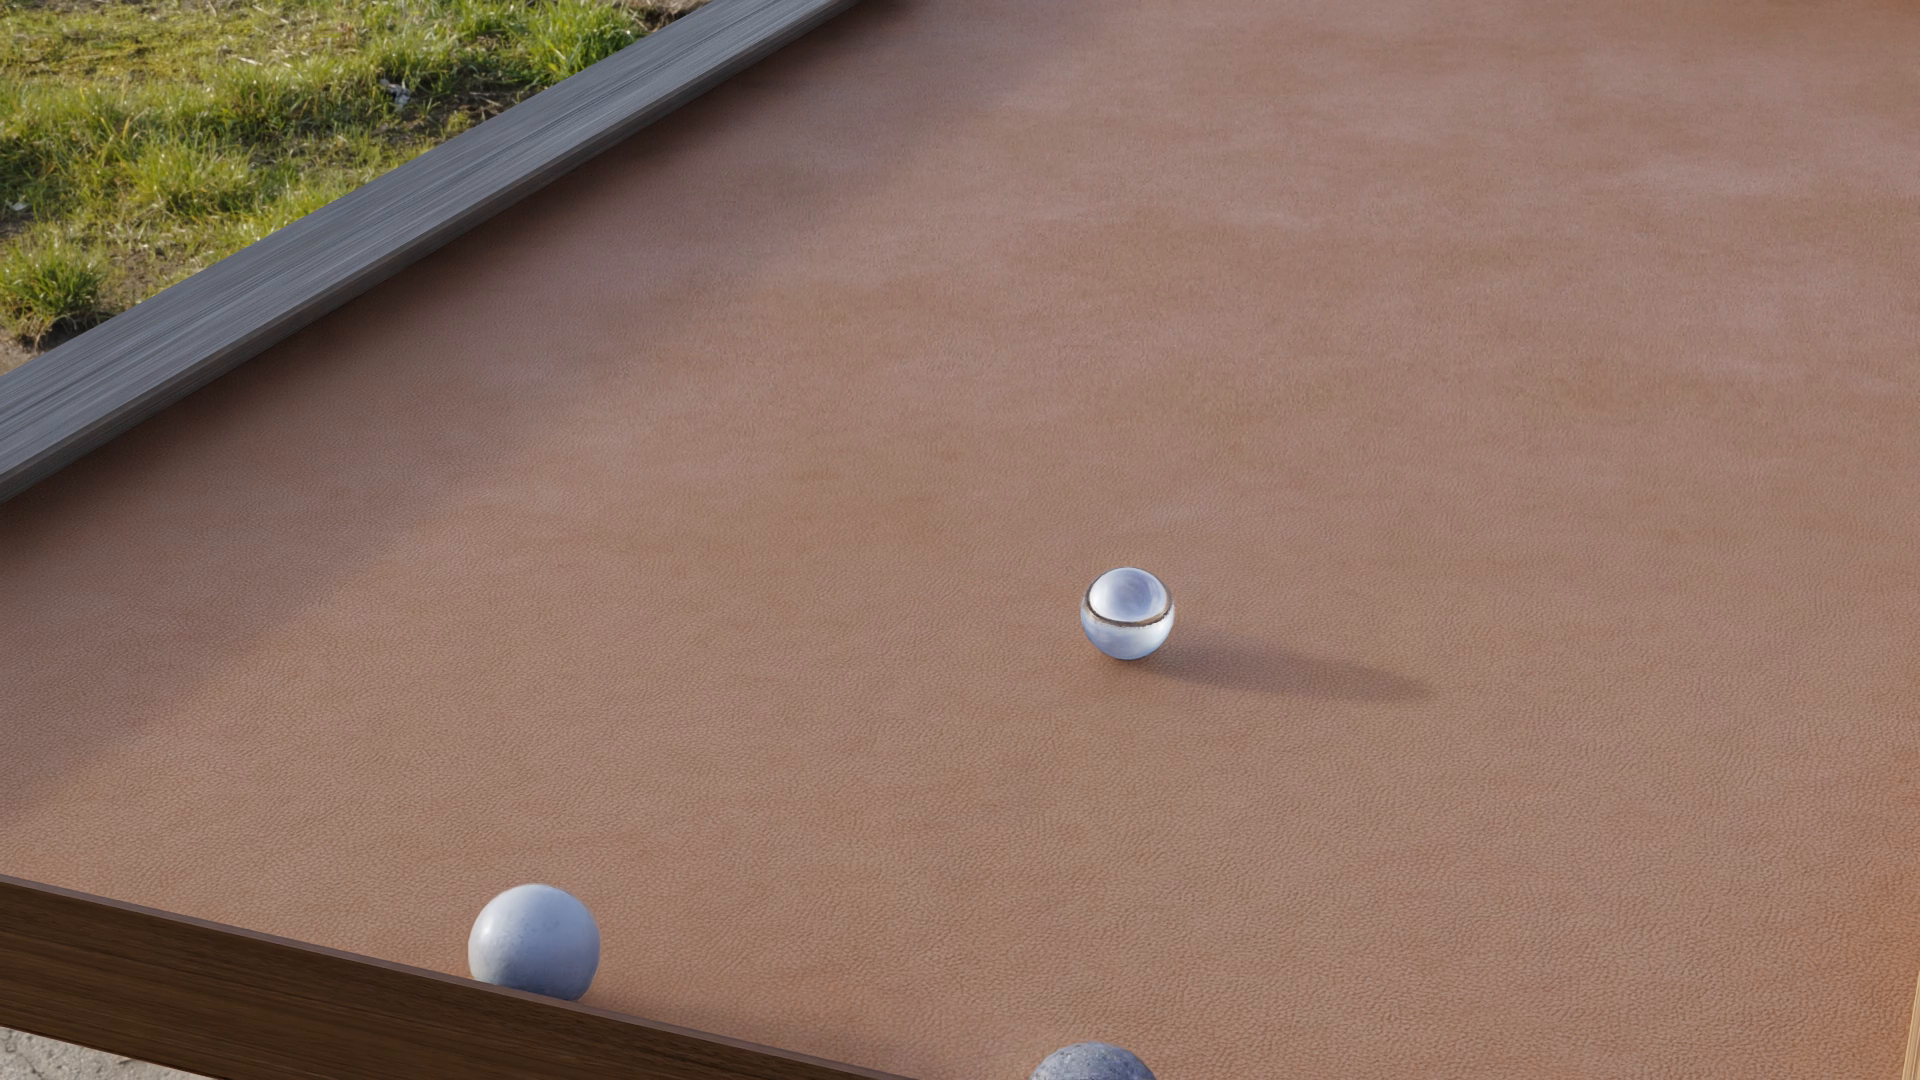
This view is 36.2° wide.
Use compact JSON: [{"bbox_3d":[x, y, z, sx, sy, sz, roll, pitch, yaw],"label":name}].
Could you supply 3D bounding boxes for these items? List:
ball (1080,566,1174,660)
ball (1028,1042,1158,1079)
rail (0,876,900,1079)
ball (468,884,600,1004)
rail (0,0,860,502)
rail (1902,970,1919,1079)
[{"bbox_3d":[0.105,0.046,1.842,0.059,0.059,0.059,0,24,0],"label":"ball"},{"bbox_3d":[0.061,0.264,1.347,0.068,0.068,0.068,0,24,0],"label":"ball"},{"bbox_3d":[-0.230,0.232,1.391,1.359,0.088,0.045,9,26,19],"label":"rail"},{"bbox_3d":[-0.214,0.206,1.477,0.066,0.066,0.066,0,24,0],"label":"ball"},{"bbox_3d":[-0.373,-0.363,2.713,0.045,0.088,2.650,9,26,19],"label":"rail"},{"bbox_3d":[0.850,-0.169,2.282,0.045,0.088,2.650,9,26,19],"label":"rail"}]
